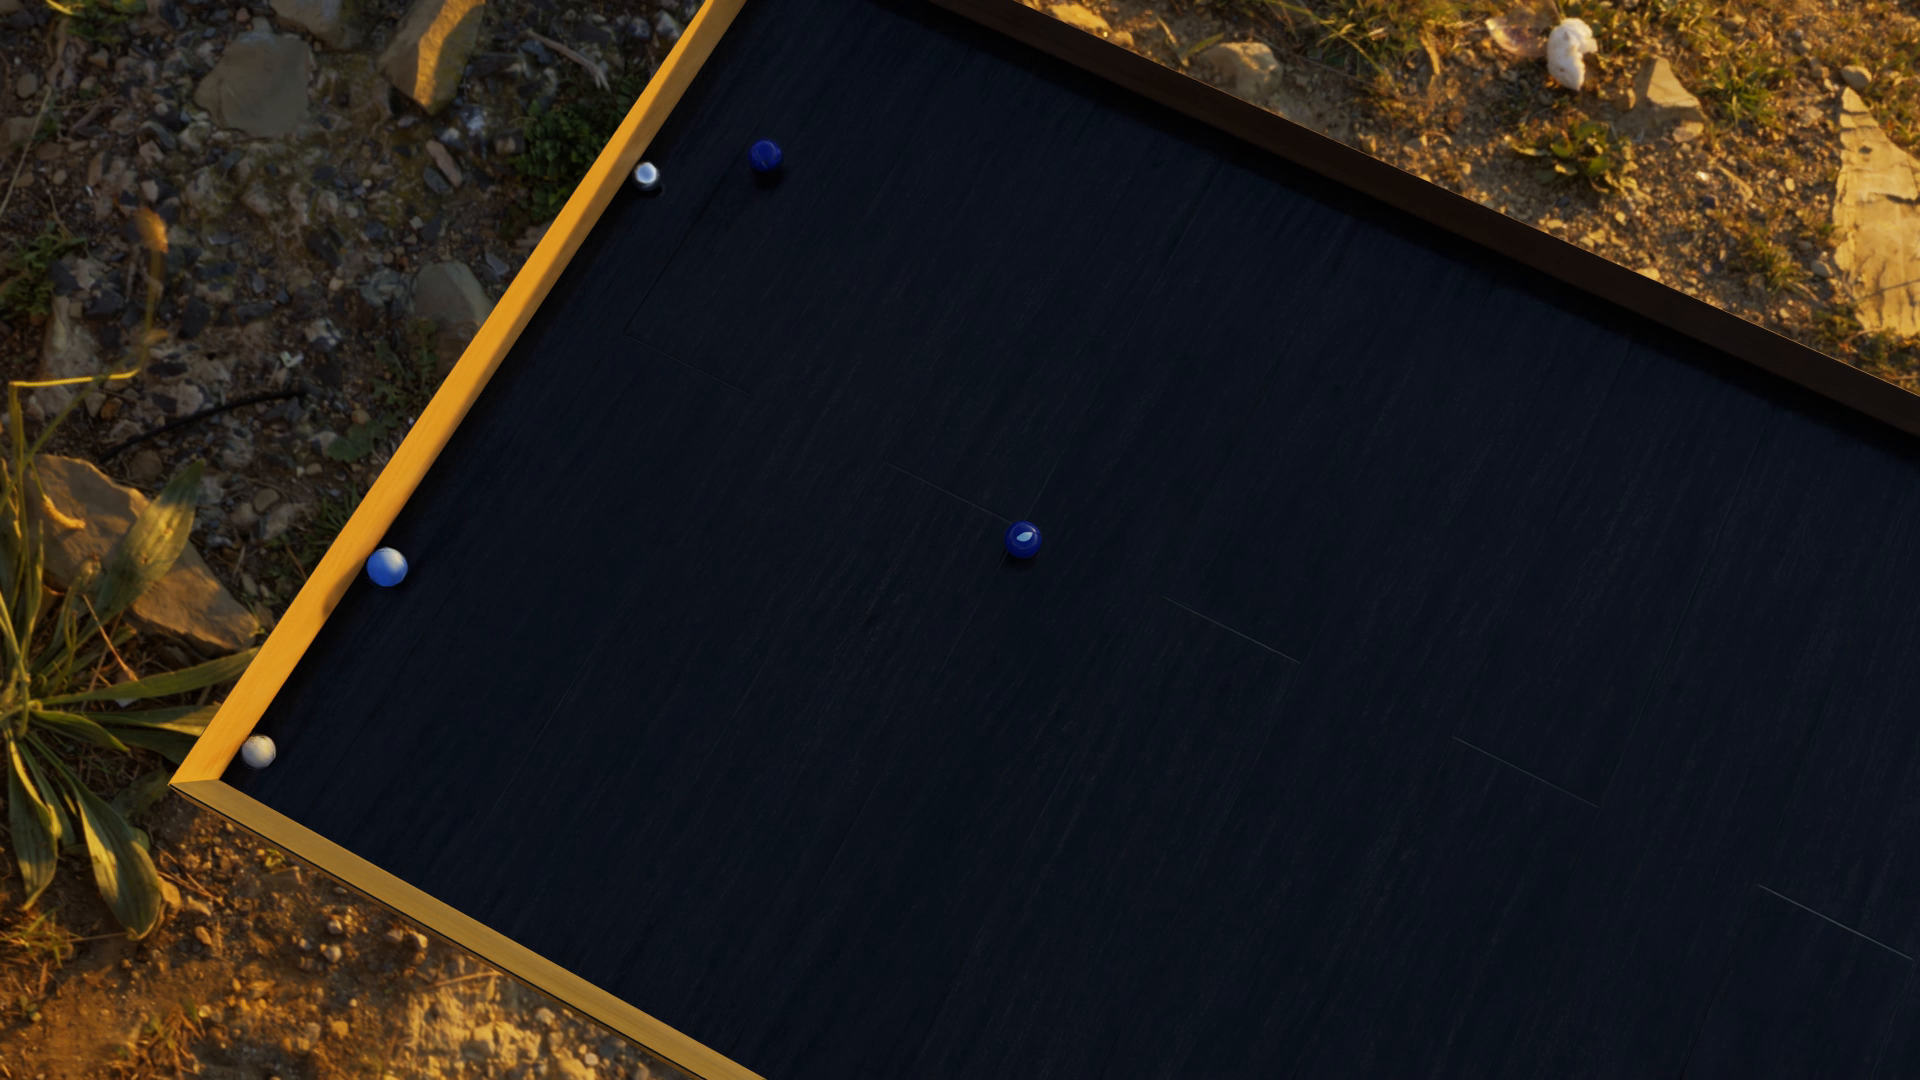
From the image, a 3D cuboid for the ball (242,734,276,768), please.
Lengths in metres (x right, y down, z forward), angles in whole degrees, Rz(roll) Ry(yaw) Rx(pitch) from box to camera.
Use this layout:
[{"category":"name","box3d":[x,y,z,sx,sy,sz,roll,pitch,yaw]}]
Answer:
[{"category":"ball","box3d":[-1.075,0.324,3.372,0.052,0.052,0.052,0,68,0]}]

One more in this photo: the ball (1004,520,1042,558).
[{"category":"ball","box3d":[0.100,0.000,3.499,0.061,0.061,0.061,0,68,0]}]

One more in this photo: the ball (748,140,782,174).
[{"category":"ball","box3d":[-0.335,-0.658,3.770,0.058,0.058,0.058,0,68,0]}]

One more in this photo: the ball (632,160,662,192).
[{"category":"ball","box3d":[-0.535,-0.622,3.759,0.052,0.052,0.052,0,68,0]}]

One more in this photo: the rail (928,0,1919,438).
[{"category":"rail","box3d":[1.177,-0.372,3.639,3.425,0.082,0.045,26,70,10]}]

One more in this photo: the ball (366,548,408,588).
[{"category":"ball","box3d":[-0.907,0.043,3.480,0.063,0.063,0.063,0,68,0]}]

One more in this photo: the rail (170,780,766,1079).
[{"category":"rail","box3d":[0.337,1.101,3.036,3.425,0.082,0.045,26,70,10]}]

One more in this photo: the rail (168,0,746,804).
[{"category":"rail","box3d":[-0.736,-0.365,3.636,0.045,0.082,1.847,26,70,10]}]
